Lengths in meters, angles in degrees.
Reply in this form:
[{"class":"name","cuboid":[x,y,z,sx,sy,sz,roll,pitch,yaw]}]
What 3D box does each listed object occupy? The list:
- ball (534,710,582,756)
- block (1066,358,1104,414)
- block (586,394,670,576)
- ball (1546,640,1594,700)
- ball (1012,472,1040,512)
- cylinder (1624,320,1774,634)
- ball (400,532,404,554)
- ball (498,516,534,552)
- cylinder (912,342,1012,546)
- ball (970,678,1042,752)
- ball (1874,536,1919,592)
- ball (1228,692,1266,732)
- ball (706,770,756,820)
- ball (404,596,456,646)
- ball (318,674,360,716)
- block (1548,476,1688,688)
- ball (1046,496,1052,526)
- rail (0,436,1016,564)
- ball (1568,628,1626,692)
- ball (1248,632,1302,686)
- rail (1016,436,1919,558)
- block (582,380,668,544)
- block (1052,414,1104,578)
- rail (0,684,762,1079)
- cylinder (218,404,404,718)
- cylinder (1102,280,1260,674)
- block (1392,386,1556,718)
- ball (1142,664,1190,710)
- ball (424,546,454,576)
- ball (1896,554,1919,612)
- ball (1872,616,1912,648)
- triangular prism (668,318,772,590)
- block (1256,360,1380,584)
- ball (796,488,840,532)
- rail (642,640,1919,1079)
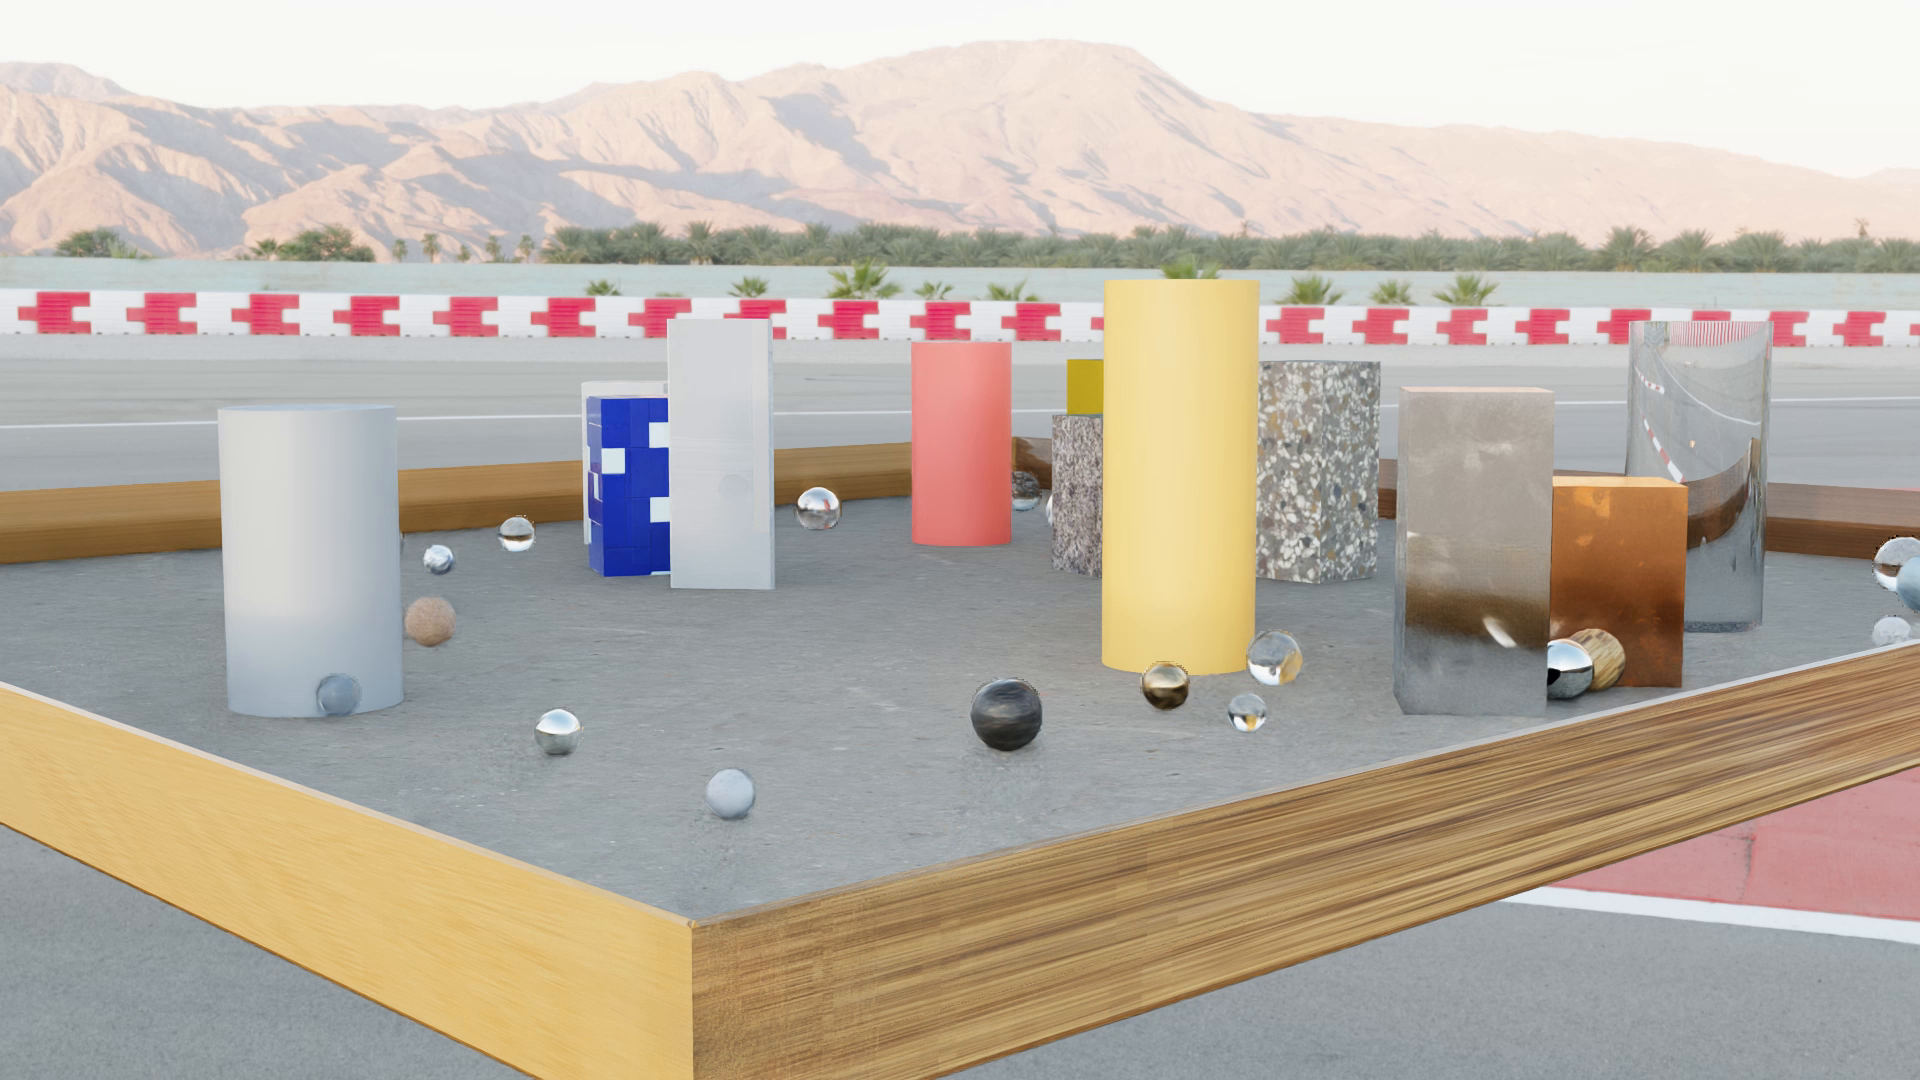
[{"class":"ball","cuboid":[-0.401,0.193,2.195,0.046,0.046,0.046,0,6,0]},{"class":"block","cuboid":[0.304,-0.162,4.115,0.154,0.350,0.154,-3,7,-26]},{"class":"block","cuboid":[-0.545,-0.096,3.746,0.154,0.296,0.154,-2,6,-19]},{"class":"ball","cuboid":[0.689,0.148,2.511,0.069,0.069,0.069,0,6,0]},{"class":"ball","cuboid":[0.132,-0.106,4.819,0.090,0.090,0.090,0,6,0]},{"class":"cylinder","cuboid":[1.037,-0.094,3.101,0.192,0.427,0.192,0,6,0]},{"class":"ball","cuboid":[-1.000,0.006,3.771,0.089,0.089,0.089,0,6,0]},{"class":"ball","cuboid":[-0.812,-0.010,4.029,0.065,0.065,0.065,0,6,0]},{"class":"cylinder","cuboid":[0.003,-0.188,4.212,0.192,0.381,0.192,0,6,0]},{"class":"ball","cuboid":[0.047,0.177,2.220,0.073,0.073,0.073,0,6,0]},{"class":"ball","cuboid":[1.482,0.039,3.449,0.088,0.088,0.088,0,6,0]},{"class":"ball","cuboid":[0.303,0.182,2.321,0.041,0.041,0.041,0,6,0]},{"class":"ball","cuboid":[-0.201,0.222,1.924,0.044,0.044,0.044,0,6,0]},{"class":"ball","cuboid":[-0.699,0.108,2.905,0.067,0.067,0.067,0,6,0]},{"class":"ball","cuboid":[-0.675,0.169,2.390,0.045,0.045,0.045,0,6,0]},{"class":"block","cuboid":[0.782,0.047,2.663,0.154,0.237,0.154,1,6,6]},{"class":"ball","cuboid":[0.218,-0.058,4.343,0.096,0.096,0.096,0,6,0]},{"class":"rail","cuboid":[-1.012,-0.082,4.423,3.180,0.125,0.045,-6,8,-42]},{"class":"ball","cuboid":[0.737,0.140,2.563,0.073,0.073,0.073,0,6,0]},{"class":"ball","cuboid":[0.372,0.141,2.602,0.064,0.064,0.064,0,6,0]},{"class":"rail","cuboid":[1.151,-0.079,4.388,0.045,0.125,3.033,-6,8,-42]},{"class":"block","cuboid":[-0.638,-0.152,4.232,0.154,0.305,0.154,0,6,-2]},{"class":"block","cuboid":[0.263,-0.079,3.735,0.154,0.264,0.154,-3,7,-30]},{"class":"rail","cuboid":[-1.151,0.144,2.276,0.045,0.125,3.033,-6,8,-42]},{"class":"cylinder","cuboid":[-0.731,0.018,2.481,0.192,0.334,0.192,0,6,0]},{"class":"cylinder","cuboid":[0.275,-0.084,2.752,0.192,0.479,0.192,0,6,0]},{"class":"block","cuboid":[0.573,0.009,2.469,0.154,0.355,0.154,1,6,7]},{"class":"ball","cuboid":[0.229,0.163,2.445,0.052,0.052,0.052,0,6,0]},{"class":"ball","cuboid":[-0.875,0.034,3.688,0.050,0.050,0.050,0,6,0]},{"class":"ball","cuboid":[1.417,0.064,3.217,0.088,0.088,0.088,0,6,0]},{"class":"ball","cuboid":[1.209,0.123,2.849,0.048,0.048,0.048,0,6,0]},{"class":"triangular prism","cuboid":[-0.372,-0.143,3.561,0.166,0.428,0.144,1,6,7]},{"class":"block","cuboid":[0.587,-0.118,3.660,0.154,0.358,0.154,-6,8,-43]},{"class":"ball","cuboid":[-0.285,-0.062,4.414,0.088,0.088,0.088,0,6,0]},{"class":"rail","cuboid":[1.012,0.147,2.241,3.180,0.125,0.045,-6,8,-42]}]
